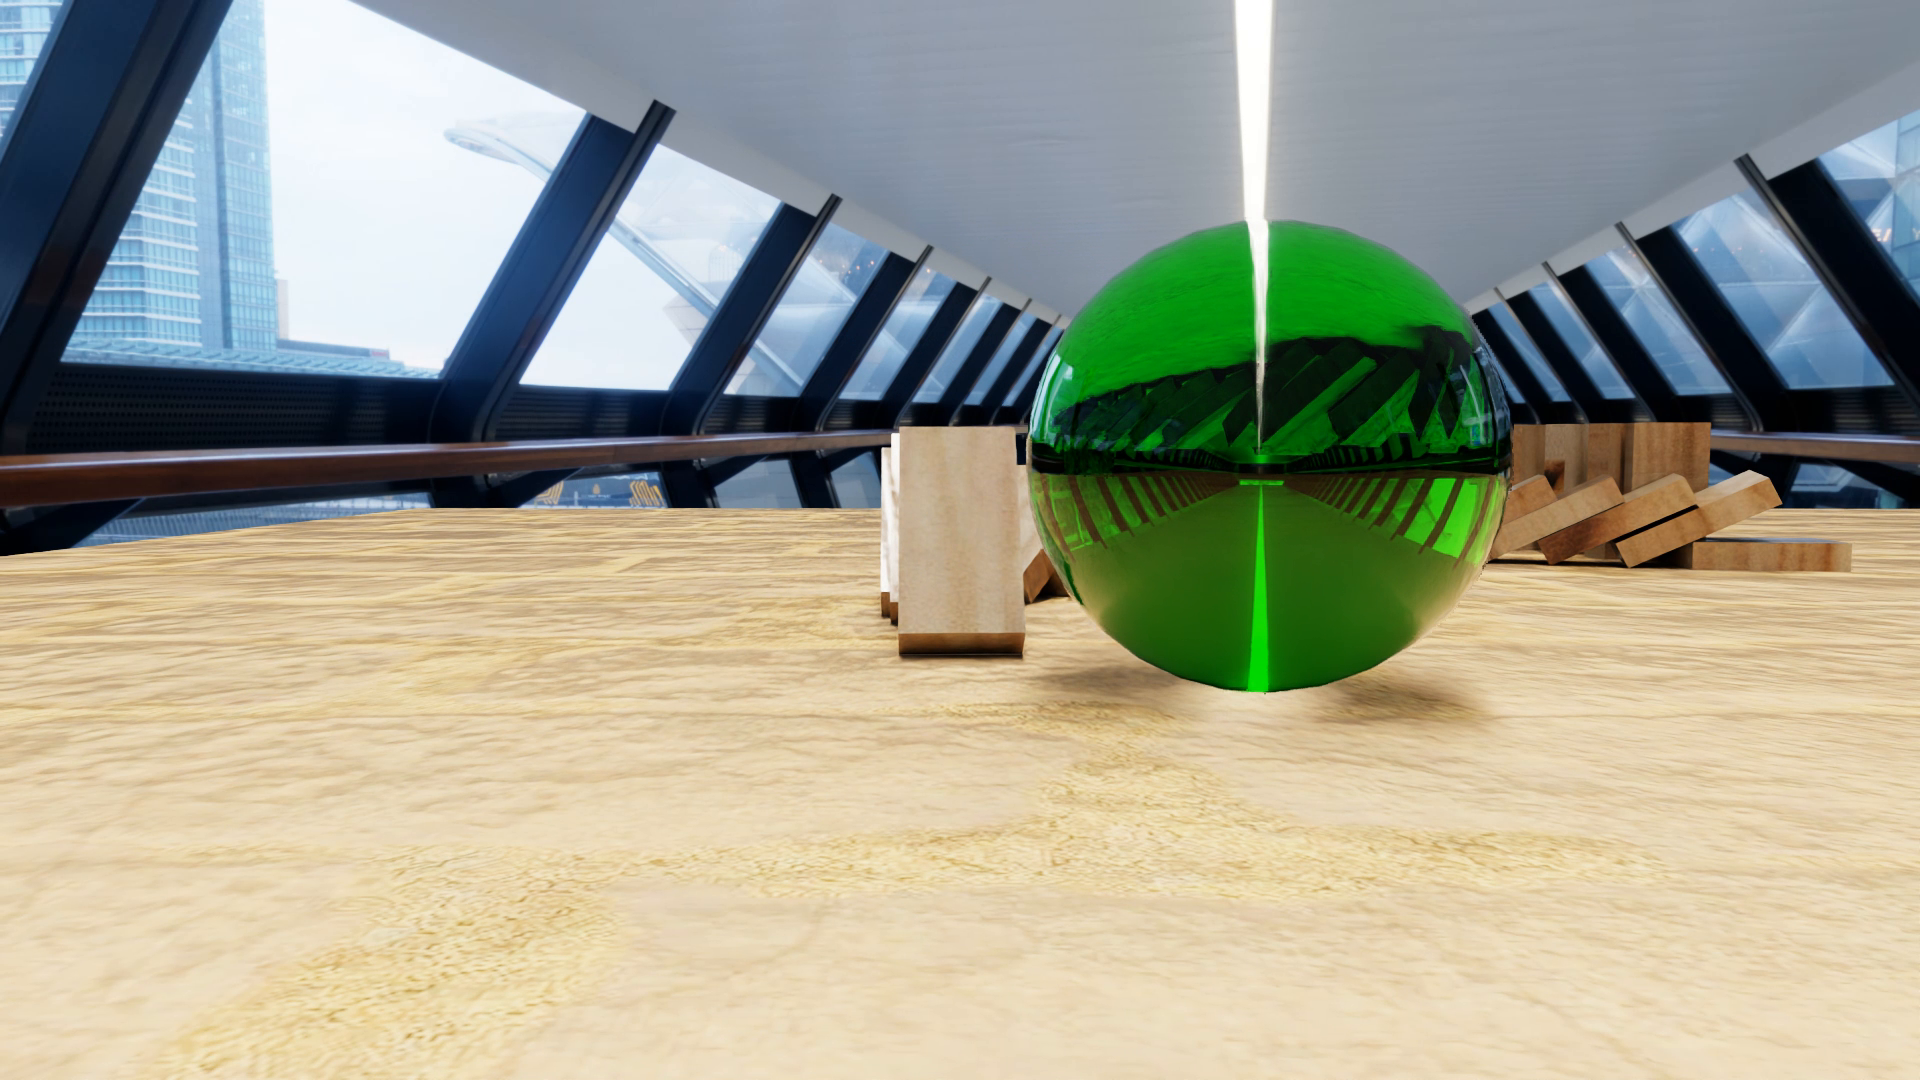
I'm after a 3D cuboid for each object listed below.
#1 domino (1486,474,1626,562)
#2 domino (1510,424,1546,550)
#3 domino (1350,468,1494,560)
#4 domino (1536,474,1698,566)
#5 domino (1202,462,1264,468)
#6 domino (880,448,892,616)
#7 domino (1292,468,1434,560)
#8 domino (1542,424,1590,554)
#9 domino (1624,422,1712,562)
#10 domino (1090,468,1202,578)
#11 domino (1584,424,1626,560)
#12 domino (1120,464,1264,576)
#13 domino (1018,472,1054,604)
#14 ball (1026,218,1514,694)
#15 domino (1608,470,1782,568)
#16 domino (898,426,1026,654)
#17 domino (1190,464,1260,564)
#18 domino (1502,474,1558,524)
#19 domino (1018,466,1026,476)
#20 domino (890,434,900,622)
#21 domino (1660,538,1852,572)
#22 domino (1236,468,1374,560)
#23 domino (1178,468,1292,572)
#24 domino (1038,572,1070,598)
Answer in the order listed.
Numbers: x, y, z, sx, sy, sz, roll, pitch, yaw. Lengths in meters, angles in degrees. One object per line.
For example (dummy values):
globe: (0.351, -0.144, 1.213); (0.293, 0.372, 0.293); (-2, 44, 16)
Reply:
domino: (0.209, -0.008, 0.459); (0.050, 0.009, 0.025); (-27, -5, 20)
domino: (0.232, -0.021, 0.517); (0.025, 0.050, 0.009); (-2, 5, -22)
domino: (0.170, -0.010, 0.477); (0.050, 0.010, 0.025); (-30, -2, 11)
domino: (0.229, -0.007, 0.450); (0.050, 0.010, 0.025); (-28, -4, 22)
domino: (0.098, -0.012, 0.489); (0.025, 0.009, 0.050); (1, 37, 31)
domino: (-0.008, -0.003, 0.331); (0.025, 0.010, 0.050); (-1, 48, -2)
domino: (0.150, -0.010, 0.483); (0.050, 0.009, 0.025); (-30, 4, 2)
domino: (0.240, -0.020, 0.498); (0.025, 0.050, 0.009); (-2, 5, -23)
domino: (0.254, -0.017, 0.462); (0.025, 0.050, 0.010); (1, 4, 11)
domino: (0.055, -0.007, 0.429); (0.050, 0.009, 0.025); (-38, 23, -26)
domino: (0.248, -0.018, 0.479); (0.025, 0.050, 0.009); (-2, 5, -20)
domino: (0.077, -0.008, 0.434); (0.050, 0.010, 0.025); (-38, 27, -26)
domino: (0.019, -0.002, 0.363); (0.025, 0.009, 0.050); (3, 37, 33)
ball: (0.051, -0.014, 0.220); (0.080, 0.080, 0.080); (0, 4, 0)
domino: (0.251, -0.007, 0.442); (0.050, 0.010, 0.025); (-28, 0, 21)
domino: (0.000, -0.001, 0.268); (0.025, 0.050, 0.010); (0, -31, -2)
domino: (0.092, -0.010, 0.470); (0.025, 0.010, 0.050); (2, 37, 28)
domino: (0.190, -0.008, 0.468); (0.050, 0.009, 0.025); (-27, -5, 19)
domino: (0.027, -0.005, 0.401); (0.025, 0.009, 0.050); (0, 38, 9)
domino: (-0.004, -0.004, 0.316); (0.025, 0.050, 0.010); (0, -34, -2)
domino: (0.273, 0.005, 0.442); (0.050, 0.010, 0.025); (0, 4, 6)
domino: (0.128, -0.010, 0.485); (0.050, 0.010, 0.025); (-31, 9, -7)
domino: (0.091, -0.008, 0.445); (0.025, 0.009, 0.050); (5, 38, 48)
domino: (0.031, -0.003, 0.377); (0.025, 0.009, 0.050); (3, 37, 33)
